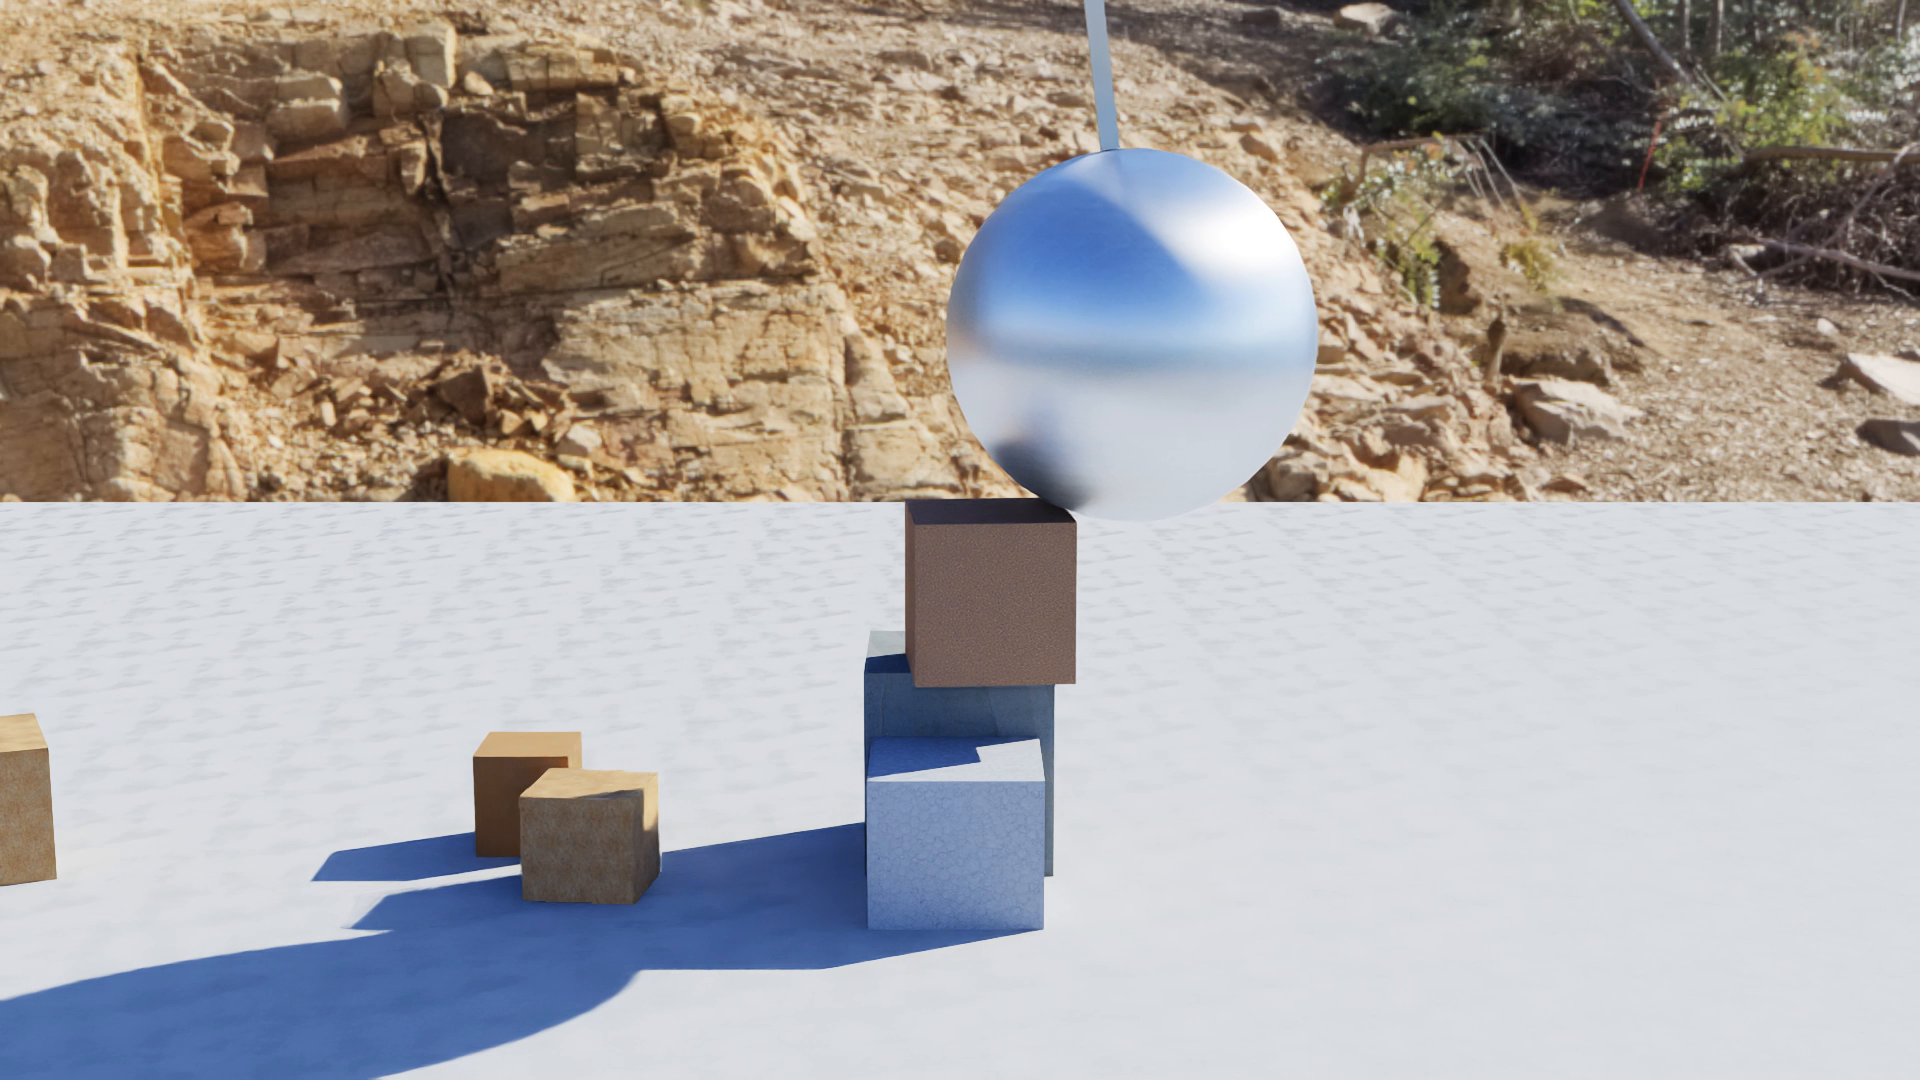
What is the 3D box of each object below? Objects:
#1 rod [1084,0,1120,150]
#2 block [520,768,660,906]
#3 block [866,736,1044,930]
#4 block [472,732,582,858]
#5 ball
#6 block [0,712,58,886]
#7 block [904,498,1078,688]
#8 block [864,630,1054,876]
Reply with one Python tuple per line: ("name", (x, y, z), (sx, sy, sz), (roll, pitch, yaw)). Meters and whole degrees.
("rod", (0.318, -4.197, 10.417), (0.080, 5.200, 0.080), (-7, 10, 1))
("block", (-1.607, 1.289, 11.170), (0.490, 0.467, 0.457), (1, 10, 8))
("block", (-0.018, 1.241, 10.958), (0.732, 0.638, 0.719), (0, 10, 0))
("block", (-1.984, 1.168, 11.825), (0.429, 0.471, 0.442), (0, 10, 0))
("ball", (0.735, -0.877, 11.021), (1.600, 1.600, 1.600), (0, 10, 0))
("block", (-4.432, 1.172, 11.444), (0.665, 0.599, 0.681), (-5, 11, -24))
("block", (0.125, 0.218, 11.236), (0.690, 0.704, 0.663), (-1, 10, -5))
("block", (-0.004, 0.958, 11.712), (0.835, 0.924, 0.862), (0, 10, 0))
